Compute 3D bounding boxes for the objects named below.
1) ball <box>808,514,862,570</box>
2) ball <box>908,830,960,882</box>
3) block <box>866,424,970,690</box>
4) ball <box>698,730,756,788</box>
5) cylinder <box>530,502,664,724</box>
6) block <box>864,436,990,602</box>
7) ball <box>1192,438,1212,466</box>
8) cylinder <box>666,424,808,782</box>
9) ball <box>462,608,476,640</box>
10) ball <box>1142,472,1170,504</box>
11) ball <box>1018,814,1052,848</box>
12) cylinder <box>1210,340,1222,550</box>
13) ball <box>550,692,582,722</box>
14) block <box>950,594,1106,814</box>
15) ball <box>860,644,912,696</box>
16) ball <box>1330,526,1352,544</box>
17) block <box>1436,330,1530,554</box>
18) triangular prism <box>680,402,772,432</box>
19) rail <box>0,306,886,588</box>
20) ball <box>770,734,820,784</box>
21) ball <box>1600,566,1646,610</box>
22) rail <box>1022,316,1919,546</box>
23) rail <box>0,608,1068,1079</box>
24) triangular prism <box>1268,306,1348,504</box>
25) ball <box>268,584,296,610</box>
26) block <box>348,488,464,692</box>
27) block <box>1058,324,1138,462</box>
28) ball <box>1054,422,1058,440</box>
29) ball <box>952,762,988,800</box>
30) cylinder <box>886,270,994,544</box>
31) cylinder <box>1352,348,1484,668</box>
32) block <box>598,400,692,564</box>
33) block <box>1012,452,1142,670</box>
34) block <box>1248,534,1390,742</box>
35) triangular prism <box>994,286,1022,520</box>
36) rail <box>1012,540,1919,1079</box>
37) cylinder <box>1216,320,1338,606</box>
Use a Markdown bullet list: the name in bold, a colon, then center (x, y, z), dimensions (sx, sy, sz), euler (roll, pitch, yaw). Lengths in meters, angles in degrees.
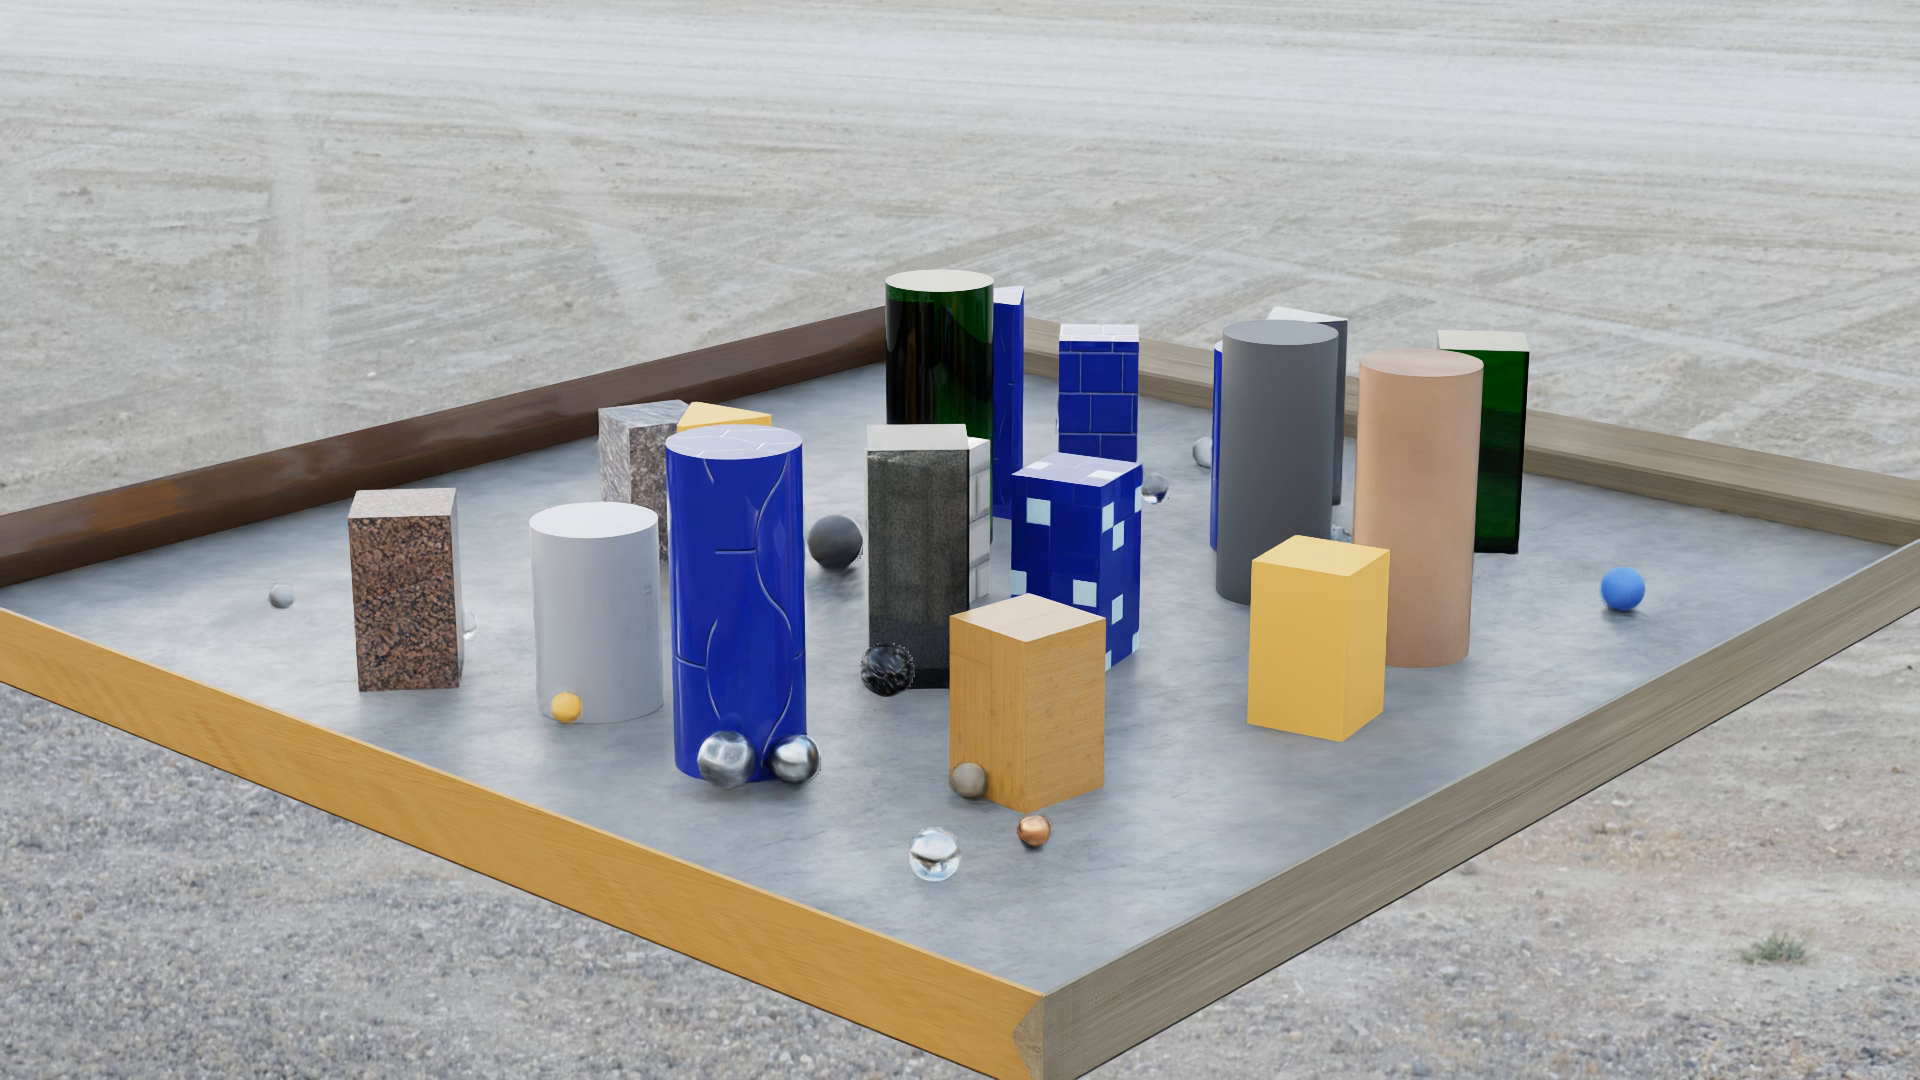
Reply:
- **ball**: center (-0.225, 0.003, 5.271), dimensions (0.099, 0.099, 0.099), euler (0, 17, 0)
- **ball**: center (-0.034, 0.423, 3.929), dimensions (0.070, 0.070, 0.070), euler (0, 17, 0)
- **block**: center (-0.068, 0.026, 4.685), dimensions (0.158, 0.394, 0.158), euler (-1, 17, -2)
- **ball**: center (-0.336, 0.316, 4.220), dimensions (0.084, 0.084, 0.084), euler (0, 17, 0)
- **cylinder**: center (-0.565, 0.111, 4.566), dimensions (0.198, 0.298, 0.198), euler (0, 17, 0)
- **block**: center (-0.056, -0.032, 5.081), dimensions (0.158, 0.276, 0.158), euler (10, 19, 29)
- **ball**: center (0.500, -0.179, 5.943), dimensions (0.059, 0.059, 0.059), euler (0, 17, 0)
- **cylinder**: center (-0.326, 0.092, 4.299), dimensions (0.198, 0.489, 0.198), euler (0, 17, 0)
- **ball**: center (-0.834, 0.141, 4.888), dimensions (0.055, 0.055, 0.055), euler (0, 17, 0)
- **ball**: center (0.375, -0.100, 5.679), dimensions (0.061, 0.061, 0.061), euler (0, 17, 0)
- **ball**: center (0.102, 0.401, 4.043), dimensions (0.046, 0.046, 0.046), euler (0, 17, 0)
- **cylinder**: center (0.560, -0.170, 5.370), dimensions (0.198, 0.374, 0.198), euler (0, 17, 0)
- **ball**: center (-0.603, 0.256, 4.485), dimensions (0.047, 0.047, 0.047), euler (0, 17, 0)
- **block**: center (0.097, 0.234, 4.230), dimensions (0.158, 0.258, 0.158), euler (-15, 22, -40)
- **ball**: center (-0.116, 0.205, 4.612), dimensions (0.082, 0.082, 0.082), euler (0, 17, 0)
- **ball**: center (0.663, 0.016, 5.254), dimensions (0.085, 0.085, 0.085), euler (0, 17, 0)
- **block**: center (0.952, -0.182, 5.396), dimensions (0.158, 0.380, 0.158), euler (2, 17, 7)
- **triangular prism**: center (-0.437, -0.076, 5.163), dimensions (0.171, 0.312, 0.148), euler (-8, 19, -25)
- **rail**: center (-0.966, -0.210, 5.923), dimensions (0.045, 0.128, 2.714), euler (14, 22, 39)
- **ball**: center (-0.240, 0.318, 4.254), dimensions (0.073, 0.073, 0.073), euler (0, 17, 0)
- **ball**: center (1.141, 0.083, 5.046), dimensions (0.076, 0.076, 0.076), euler (0, 17, 0)
- **rail**: center (0.874, -0.258, 6.084), dimensions (2.606, 0.128, 0.045), euler (14, 22, 39)
- **rail**: center (-0.874, 0.323, 4.156), dimensions (2.606, 0.128, 0.045), euler (14, 22, 39)
- **triangular prism**: center (0.636, -0.258, 5.675), dimensions (0.171, 0.366, 0.148), euler (-5, 17, -16)
- **ball**: center (-1.169, 0.097, 5.053), dimensions (0.044, 0.044, 0.044), euler (0, 17, 0)
- **block**: center (-0.884, 0.078, 4.695), dimensions (0.158, 0.287, 0.158), euler (-2, 17, -6)
- **block**: center (0.280, -0.288, 5.937), dimensions (0.158, 0.271, 0.158), euler (1, 17, 3)
- **ball**: center (0.231, -0.226, 6.078), dimensions (0.071, 0.071, 0.071), euler (0, 17, 0)
- **ball**: center (0.014, 0.344, 4.196), dimensions (0.052, 0.052, 0.052), euler (0, 17, 0)
- **cylinder**: center (-0.037, -0.236, 5.385), dimensions (0.198, 0.491, 0.198), euler (0, 17, 0)
- **cylinder**: center (0.743, -0.053, 4.787), dimensions (0.198, 0.486, 0.198), euler (0, 17, 0)
- **block**: center (-0.554, -0.105, 5.354), dimensions (0.158, 0.259, 0.158), euler (-8, 19, -26)
- **block**: center (0.190, 0.037, 4.780), dimensions (0.158, 0.317, 0.158), euler (9, 19, 26)
- **block**: center (0.551, 0.149, 4.503), dimensions (0.158, 0.263, 0.158), euler (10, 19, 29)
- **triangular prism**: center (0.077, -0.270, 5.624), dimensions (0.171, 0.417, 0.148), euler (11, 20, 33)
- **rail**: center (0.966, 0.274, 4.317), dimensions (0.045, 0.128, 2.714), euler (14, 22, 39)
- **cylinder**: center (0.549, -0.134, 5.090), dimensions (0.198, 0.465, 0.198), euler (0, 17, 0)
